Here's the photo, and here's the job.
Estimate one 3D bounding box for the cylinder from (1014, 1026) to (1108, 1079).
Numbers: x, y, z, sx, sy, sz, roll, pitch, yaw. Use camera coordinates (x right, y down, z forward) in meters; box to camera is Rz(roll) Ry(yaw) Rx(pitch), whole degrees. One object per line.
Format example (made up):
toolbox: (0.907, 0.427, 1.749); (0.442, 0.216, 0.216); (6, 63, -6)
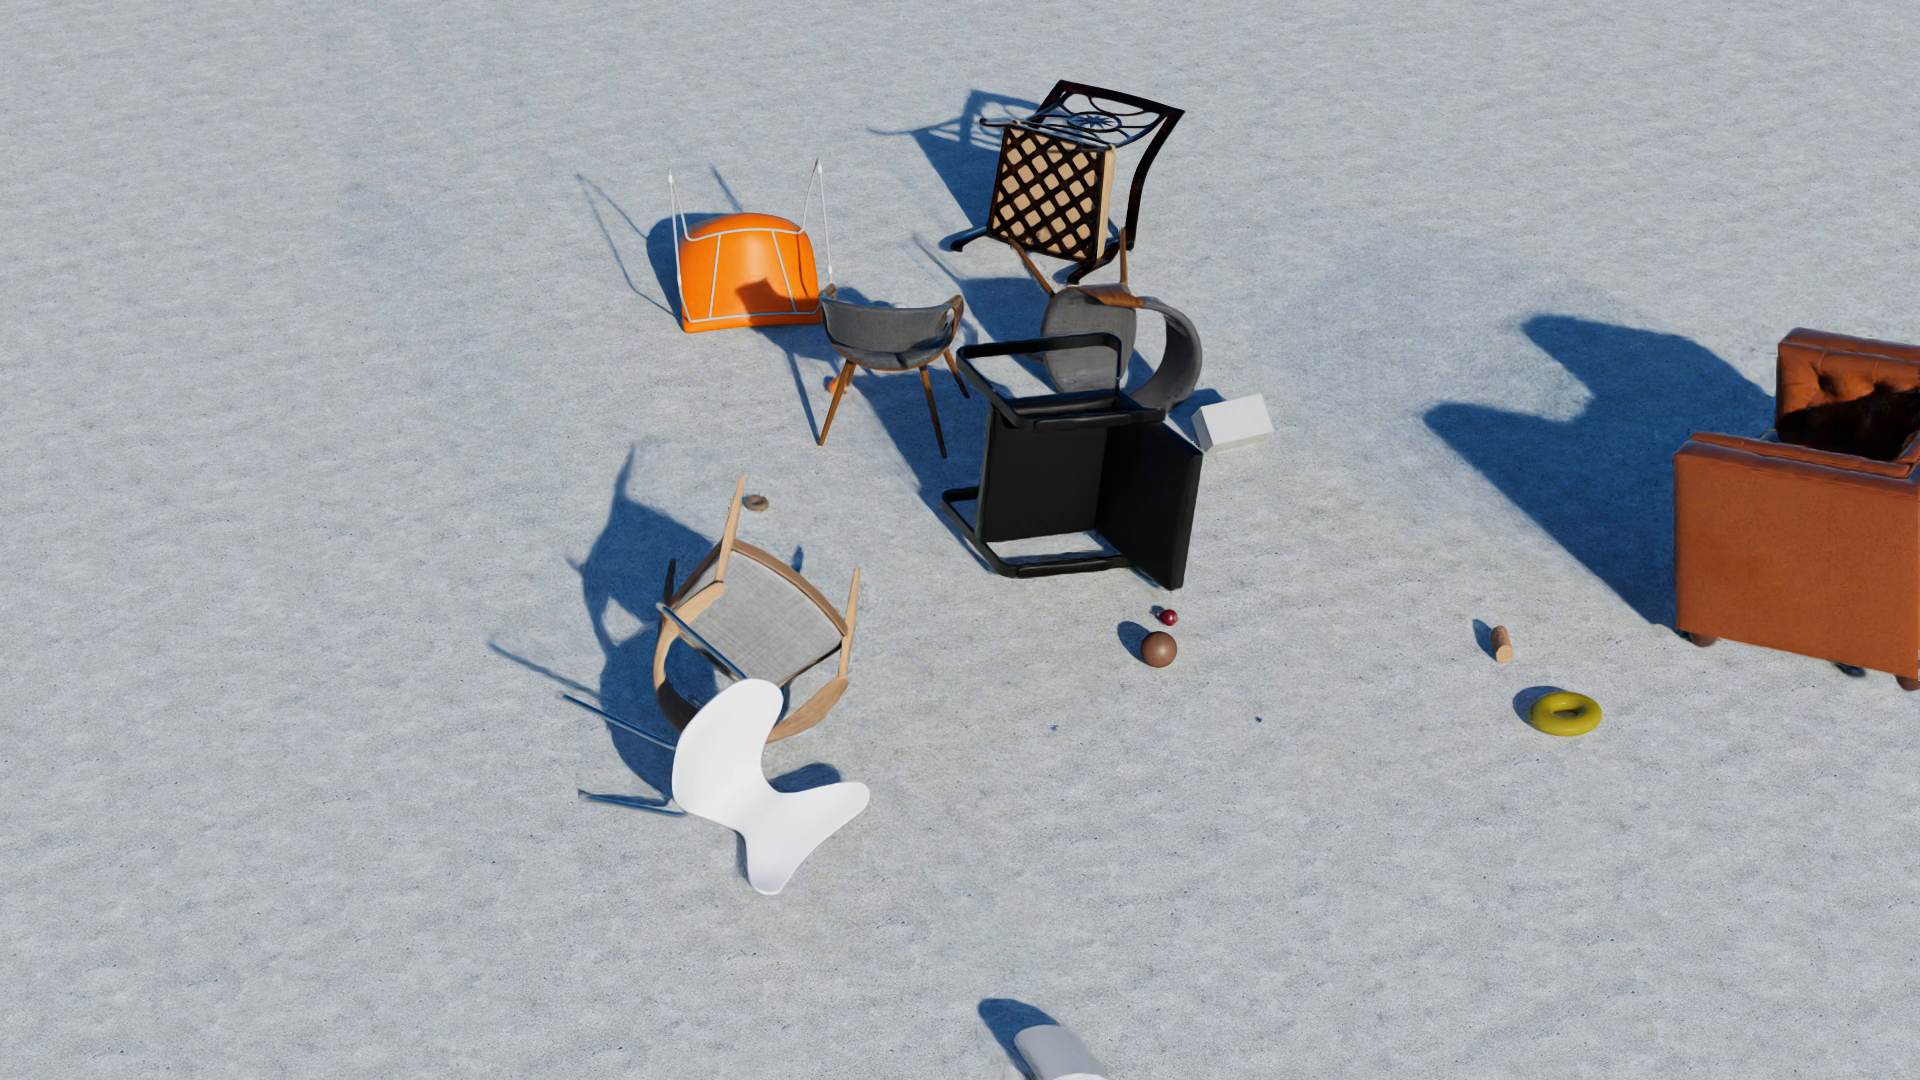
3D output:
cylinder: (0.301, 1.521, 8.499); (0.239, 0.112, 0.220); (14, 23, -35)

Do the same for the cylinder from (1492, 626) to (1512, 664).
cylinder: (1.907, 0.367, 10.316); (0.058, 0.079, 0.121); (5, 32, -3)

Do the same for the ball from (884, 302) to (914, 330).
ball: (-0.256, -0.936, 12.256); (0.119, 0.119, 0.119); (0, 33, 0)

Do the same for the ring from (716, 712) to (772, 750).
ring: (-0.732, 0.644, 9.919); (0.200, 0.053, 0.171); (17, 36, 22)

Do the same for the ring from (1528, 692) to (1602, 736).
ring: (2.061, 0.592, 9.990); (0.261, 0.062, 0.216); (-10, 36, -15)

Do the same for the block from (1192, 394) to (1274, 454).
block: (1.065, -0.453, 11.458); (0.265, 0.114, 0.161); (-13, 76, -19)

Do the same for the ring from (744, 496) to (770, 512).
ring: (-0.772, -0.139, 11.133); (0.091, 0.025, 0.102); (-24, 40, -33)
